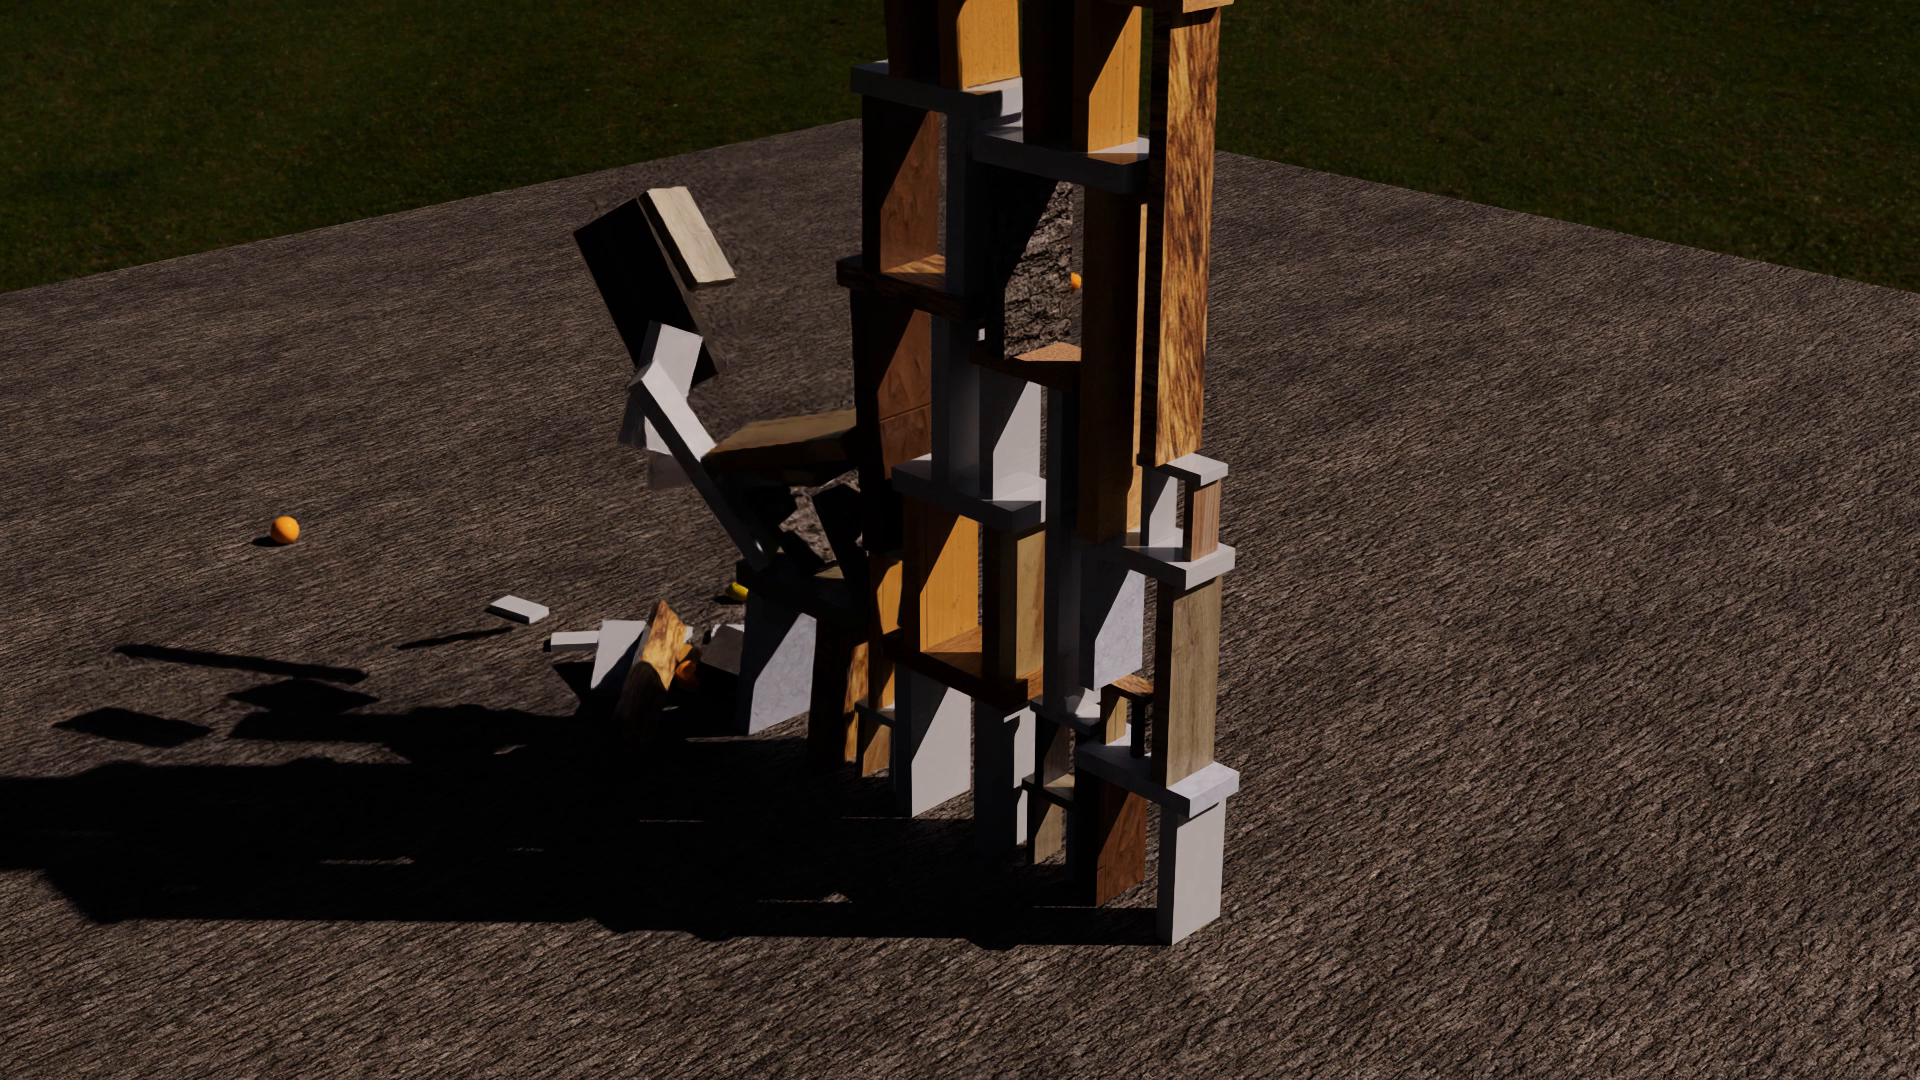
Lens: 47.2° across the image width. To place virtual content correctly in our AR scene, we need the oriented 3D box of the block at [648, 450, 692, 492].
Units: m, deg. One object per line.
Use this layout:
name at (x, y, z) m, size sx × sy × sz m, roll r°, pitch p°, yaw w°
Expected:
block at (-0.658, -0.198, 5.021) m, size 0.096 × 0.192 × 0.027 m, roll -14°, pitch 50°, yaw -22°

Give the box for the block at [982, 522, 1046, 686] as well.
block at (0.114, 0.100, 4.141) m, size 0.045 × 0.319 × 0.159 m, roll 21°, pitch 31°, yaw 41°

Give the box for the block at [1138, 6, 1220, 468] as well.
block at (0.360, -0.494, 3.620) m, size 0.035 × 0.760 × 0.125 m, roll 21°, pitch 31°, yaw 40°

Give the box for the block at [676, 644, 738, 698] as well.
block at (-0.541, 0.309, 5.006) m, size 0.401 × 0.020 × 0.071 m, roll 21°, pitch 31°, yaw 40°

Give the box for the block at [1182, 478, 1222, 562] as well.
block at (0.413, -0.041, 3.758) m, size 0.072 × 0.143 × 0.020 m, roll -21°, pitch 31°, yaw -40°

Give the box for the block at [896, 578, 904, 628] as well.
block at (-0.083, 0.098, 4.360) m, size 0.075 × 0.149 × 0.021 m, roll -21°, pitch 41°, yaw -41°

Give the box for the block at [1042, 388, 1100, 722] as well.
block at (0.210, 0.018, 3.999) m, size 0.035 × 0.648 × 0.125 m, roll 21°, pitch 31°, yaw 40°

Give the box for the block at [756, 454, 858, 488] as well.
block at (-0.309, -0.152, 4.435) m, size 0.109 × 0.031 × 0.219 m, roll -29°, pitch 22°, yaw -31°

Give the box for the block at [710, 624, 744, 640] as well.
block at (-0.515, 0.223, 5.209) m, size 0.141 × 0.020 × 0.071 m, roll 1°, pitch 23°, yaw 3°

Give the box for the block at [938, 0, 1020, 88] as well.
block at (0.030, -0.946, 3.788) m, size 0.044 × 0.308 × 0.154 m, roll 17°, pitch 28°, yaw 41°

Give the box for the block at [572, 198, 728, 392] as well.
block at (-0.667, -0.513, 4.738) m, size 0.172 × 0.413 × 0.049 m, roll -25°, pitch 1°, yaw 22°

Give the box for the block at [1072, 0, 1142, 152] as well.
block at (0.242, -0.775, 3.627) m, size 0.125 × 0.249 × 0.035 m, roll -21°, pitch 31°, yaw -40°

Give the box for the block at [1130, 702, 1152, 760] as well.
block at (0.337, 0.337, 4.010) m, size 0.057 × 0.113 × 0.016 m, roll -21°, pitch 30°, yaw -40°

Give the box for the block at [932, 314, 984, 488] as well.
block at (0.021, -0.275, 4.080) m, size 0.047 × 0.329 × 0.164 m, roll 22°, pitch 31°, yaw 40°

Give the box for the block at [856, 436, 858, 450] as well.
block at (-0.163, -0.148, 4.369) m, size 0.031 × 0.219 × 0.109 m, roll 13°, pitch 42°, yaw 18°

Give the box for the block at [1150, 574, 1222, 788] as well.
block at (0.400, 0.237, 3.888) m, size 0.132 × 0.394 × 0.037 m, roll -21°, pitch 31°, yaw -41°

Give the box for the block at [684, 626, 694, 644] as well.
block at (-0.706, 0.221, 5.216) m, size 0.131 × 0.019 × 0.066 m, roll 6°, pitch 24°, yaw 13°

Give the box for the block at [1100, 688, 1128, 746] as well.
block at (0.283, 0.317, 4.059) m, size 0.016 × 0.113 × 0.057 m, roll 21°, pitch 31°, yaw 40°

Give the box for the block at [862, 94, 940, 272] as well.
block at (-0.109, -0.670, 4.052) m, size 0.045 × 0.320 × 0.160 m, roll 21°, pitch 31°, yaw 36°

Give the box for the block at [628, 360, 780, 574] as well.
block at (-0.525, -0.152, 4.546) m, size 0.037 × 0.469 × 0.131 m, roll -28°, pitch 17°, yaw 17°

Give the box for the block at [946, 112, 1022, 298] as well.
block at (0.047, -0.608, 3.916) m, size 0.045 × 0.320 × 0.160 m, roll 22°, pitch 31°, yaw 39°

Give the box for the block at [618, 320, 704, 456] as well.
block at (-0.630, -0.319, 4.630) m, size 0.037 × 0.261 × 0.130 m, roll 16°, pitch 1°, yaw 35°

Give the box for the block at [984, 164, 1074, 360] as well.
block at (0.121, -0.505, 3.874) m, size 0.171 × 0.343 × 0.049 m, roll -21°, pitch 31°, yaw -40°

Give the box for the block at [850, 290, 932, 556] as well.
block at (-0.124, -0.242, 4.244) m, size 0.047 × 0.522 × 0.164 m, roll 18°, pitch 29°, yaw 41°

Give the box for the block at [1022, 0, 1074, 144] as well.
block at (0.173, -0.860, 3.670) m, size 0.154 × 0.372 × 0.044 m, roll -21°, pitch 30°, yaw -40°

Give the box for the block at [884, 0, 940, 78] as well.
block at (-0.058, -0.997, 3.855) m, size 0.049 × 0.345 × 0.172 m, roll 15°, pitch 27°, yaw 42°

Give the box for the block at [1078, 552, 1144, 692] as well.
block at (0.275, 0.128, 3.978) m, size 0.132 × 0.265 × 0.037 m, roll -21°, pitch 31°, yaw -40°

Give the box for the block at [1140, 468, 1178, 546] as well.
block at (0.346, -0.067, 3.820) m, size 0.072 × 0.143 × 0.020 m, roll -21°, pitch 31°, yaw -40°

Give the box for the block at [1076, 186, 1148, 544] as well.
block at (0.283, -0.311, 3.779) m, size 0.171 × 0.625 × 0.049 m, roll -21°, pitch 31°, yaw -40°

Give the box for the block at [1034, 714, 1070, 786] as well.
block at (0.177, 0.389, 4.204) m, size 0.021 × 0.151 × 0.076 m, roll 21°, pitch 31°, yaw 40°

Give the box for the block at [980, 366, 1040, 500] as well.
block at (0.092, -0.211, 4.030) m, size 0.035 × 0.250 × 0.125 m, roll 21°, pitch 31°, yaw 41°

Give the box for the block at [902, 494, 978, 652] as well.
block at (-0.037, 0.042, 4.279) m, size 0.159 × 0.319 × 0.045 m, roll -21°, pitch 31°, yaw -41°

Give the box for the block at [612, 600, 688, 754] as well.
block at (-0.682, 0.293, 4.864) m, size 0.027 × 0.096 × 0.636 m, roll -34°, pitch 17°, yaw 12°

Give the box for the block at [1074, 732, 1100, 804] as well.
block at (0.249, 0.416, 4.140) m, size 0.021 × 0.151 × 0.076 m, roll 21°, pitch 31°, yaw 40°

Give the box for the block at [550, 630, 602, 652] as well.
block at (-0.895, 0.238, 5.176) m, size 0.131 × 0.019 × 0.066 m, roll -2°, pitch 23°, yaw -6°
